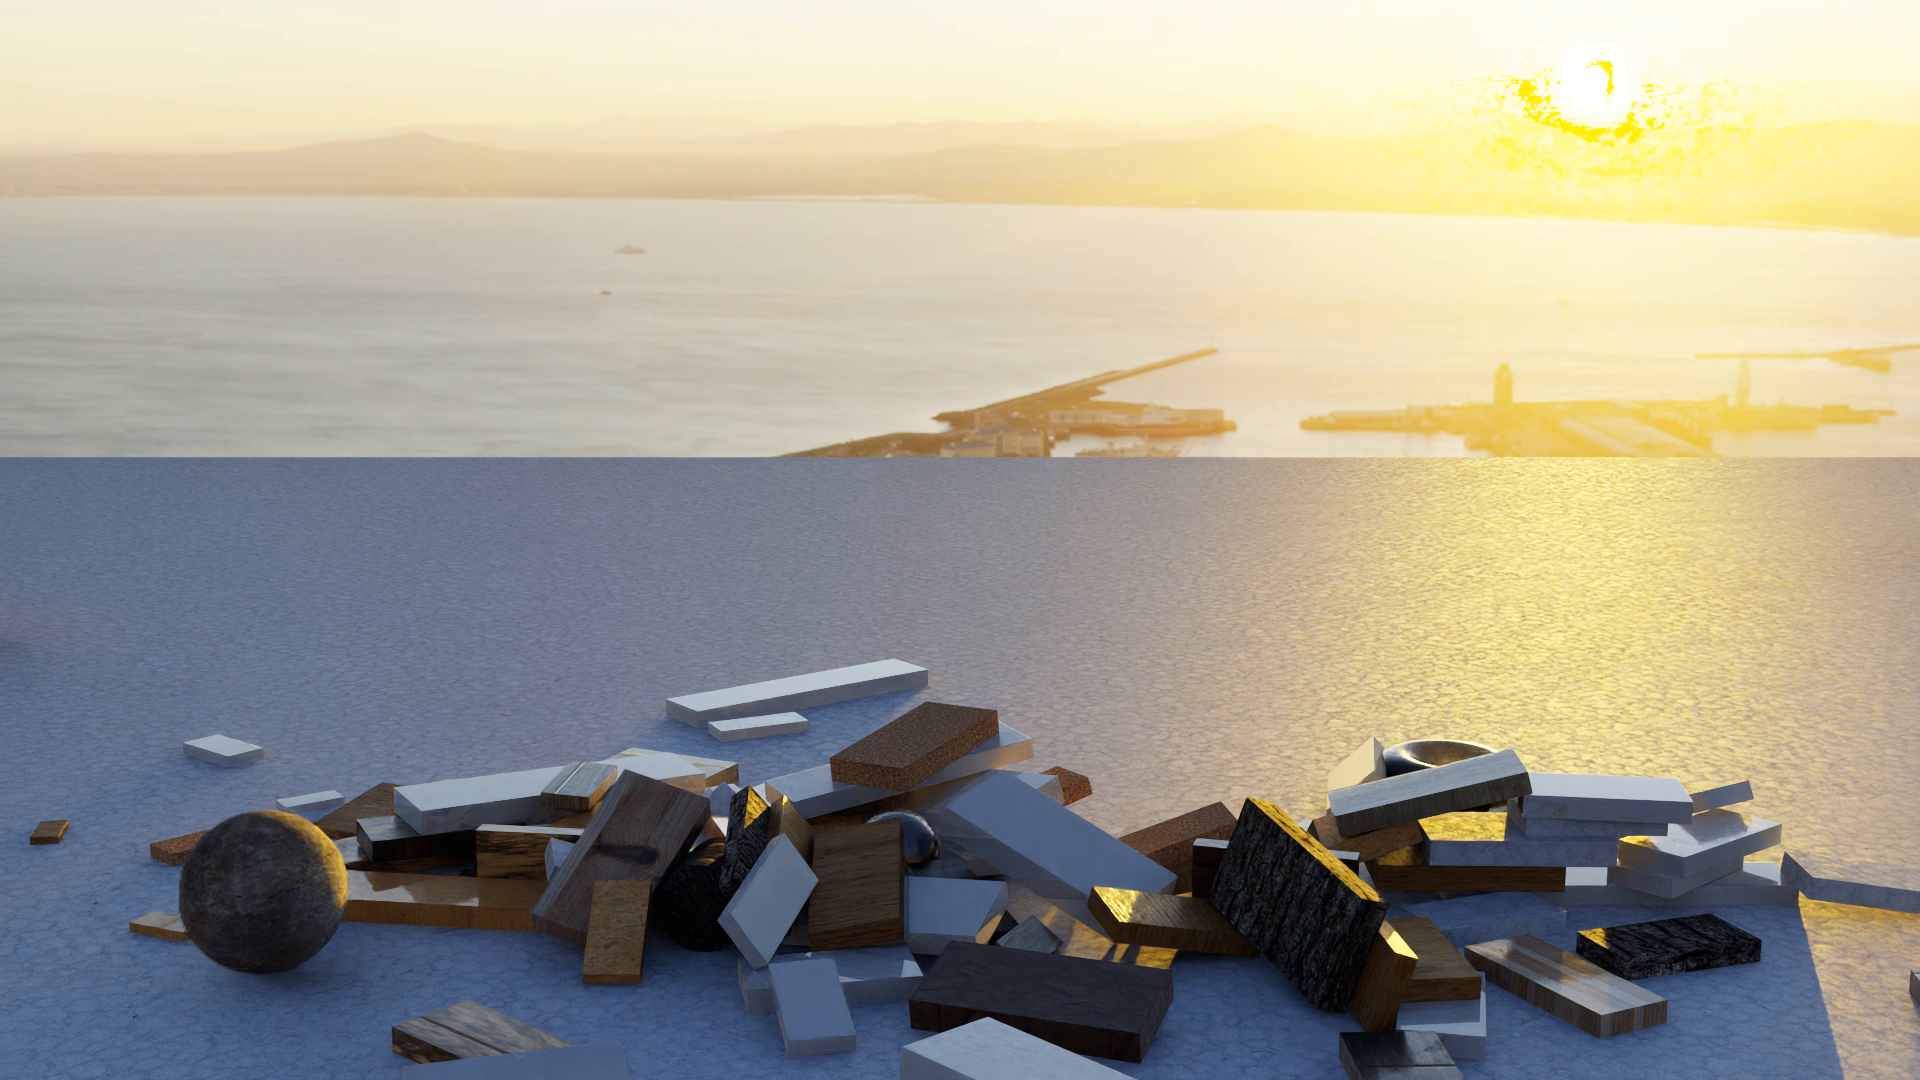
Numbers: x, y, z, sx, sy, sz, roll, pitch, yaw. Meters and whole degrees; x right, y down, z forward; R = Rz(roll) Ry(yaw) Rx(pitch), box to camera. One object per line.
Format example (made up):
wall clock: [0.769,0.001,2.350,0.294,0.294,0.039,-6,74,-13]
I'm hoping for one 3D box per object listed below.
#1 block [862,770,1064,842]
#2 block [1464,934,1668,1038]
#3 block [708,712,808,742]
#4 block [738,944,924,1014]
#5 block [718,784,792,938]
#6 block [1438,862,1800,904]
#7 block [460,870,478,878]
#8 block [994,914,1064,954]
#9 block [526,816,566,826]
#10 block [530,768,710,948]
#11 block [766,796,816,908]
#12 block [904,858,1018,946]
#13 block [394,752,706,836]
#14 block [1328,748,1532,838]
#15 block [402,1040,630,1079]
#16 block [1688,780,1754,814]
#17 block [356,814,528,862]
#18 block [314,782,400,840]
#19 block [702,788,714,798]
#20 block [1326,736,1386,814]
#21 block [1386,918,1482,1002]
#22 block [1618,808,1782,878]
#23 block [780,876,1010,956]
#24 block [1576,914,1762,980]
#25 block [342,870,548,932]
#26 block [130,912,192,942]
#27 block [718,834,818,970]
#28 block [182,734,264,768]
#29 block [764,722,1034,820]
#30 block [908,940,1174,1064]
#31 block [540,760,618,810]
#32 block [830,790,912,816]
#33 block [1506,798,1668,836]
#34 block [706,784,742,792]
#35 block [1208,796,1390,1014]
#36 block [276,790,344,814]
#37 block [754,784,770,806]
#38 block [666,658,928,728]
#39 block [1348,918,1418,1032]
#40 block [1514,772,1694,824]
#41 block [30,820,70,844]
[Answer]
block: [-0.019,0.461,3.877,0.390,0.050,0.177,0,20,47]
block: [0.886,0.653,3.236,0.123,0.035,0.295,-5,12,-26]
block: [-0.426,0.395,4.655,0.196,0.023,0.081,-5,12,-25]
block: [-0.193,0.649,3.254,0.257,0.036,0.129,-2,11,-12]
block: [-0.313,0.507,3.453,0.037,0.131,0.262,-33,21,14]
block: [1.089,0.573,3.671,0.580,0.033,0.117,0,11,0]
block: [-0.787,0.573,3.725,0.121,0.014,0.048,0,11,-1]
block: [0.103,0.621,3.361,0.065,0.018,0.131,41,25,15]
block: [-0.679,0.479,3.988,0.218,0.031,0.109,-2,11,-13]
block: [-0.531,0.509,3.469,0.153,0.043,0.307,18,47,13]
block: [-0.268,0.495,3.502,0.027,0.095,0.190,-33,20,14]
block: [-0.009,0.582,3.498,0.123,0.035,0.247,-3,20,-24]
block: [-0.726,0.449,3.919,0.526,0.043,0.153,-5,12,-31]
block: [0.776,0.419,3.647,0.318,0.038,0.134,-14,10,6]
block: [-0.561,0.713,2.801,0.280,0.040,0.140,-3,26,-17]
block: [1.249,0.475,3.885,0.117,0.033,0.282,-7,-12,-32]
block: [-0.896,0.506,3.804,0.265,0.037,0.132,-3,11,-26]
block: [-1.071,0.501,4.004,0.109,0.031,0.218,5,17,21]
block: [-0.379,0.496,3.836,0.155,0.022,0.077,45,-11,-25]
block: [0.746,0.449,4.141,0.117,0.033,0.233,-43,1,14]
block: [0.668,0.617,3.242,0.121,0.034,0.242,-1,11,-6]
block: [1.238,0.504,3.674,0.285,0.035,0.123,-8,12,-38]
block: [-0.124,0.579,3.424,0.378,0.040,0.140,-1,27,23]
block: [1.090,0.625,3.383,0.246,0.035,0.123,-4,11,-19]
block: [-0.810,0.588,3.576,0.524,0.037,0.132,2,11,9]
block: [-1.257,0.614,3.495,0.112,0.016,0.056,5,12,24]
block: [-0.287,0.542,3.317,0.027,0.095,0.221,-28,14,28]
block: [-1.499,0.429,4.475,0.162,0.023,0.081,8,13,39]
block: [-0.105,0.406,3.891,0.467,0.036,0.129,-12,16,-26]
block: [0.117,0.652,3.123,0.337,0.048,0.169,4,21,20]
block: [-0.666,0.429,3.850,0.086,0.024,0.172,5,13,6]
block: [-0.240,0.473,3.914,0.306,0.026,0.091,-12,14,14]
block: [1.039,0.457,3.646,0.233,0.033,0.117,0,11,-1]
block: [-0.552,0.504,4.033,0.347,0.035,0.125,-6,12,-29]
block: [0.501,0.542,3.299,0.050,0.177,0.354,14,12,-25]
block: [-1.223,0.494,4.140,0.112,0.016,0.056,-7,13,-35]
block: [-0.325,0.465,3.905,0.091,0.026,0.182,-17,12,-36]
block: [-0.356,0.340,4.916,0.612,0.037,0.131,-8,13,-37]
block: [0.592,0.614,3.194,0.034,0.121,0.242,17,8,-9]
block: [1.056,0.425,3.626,0.267,0.038,0.134,2,11,7]
block: [-1.643,0.527,3.969,0.048,0.014,0.096,-2,11,-11]
